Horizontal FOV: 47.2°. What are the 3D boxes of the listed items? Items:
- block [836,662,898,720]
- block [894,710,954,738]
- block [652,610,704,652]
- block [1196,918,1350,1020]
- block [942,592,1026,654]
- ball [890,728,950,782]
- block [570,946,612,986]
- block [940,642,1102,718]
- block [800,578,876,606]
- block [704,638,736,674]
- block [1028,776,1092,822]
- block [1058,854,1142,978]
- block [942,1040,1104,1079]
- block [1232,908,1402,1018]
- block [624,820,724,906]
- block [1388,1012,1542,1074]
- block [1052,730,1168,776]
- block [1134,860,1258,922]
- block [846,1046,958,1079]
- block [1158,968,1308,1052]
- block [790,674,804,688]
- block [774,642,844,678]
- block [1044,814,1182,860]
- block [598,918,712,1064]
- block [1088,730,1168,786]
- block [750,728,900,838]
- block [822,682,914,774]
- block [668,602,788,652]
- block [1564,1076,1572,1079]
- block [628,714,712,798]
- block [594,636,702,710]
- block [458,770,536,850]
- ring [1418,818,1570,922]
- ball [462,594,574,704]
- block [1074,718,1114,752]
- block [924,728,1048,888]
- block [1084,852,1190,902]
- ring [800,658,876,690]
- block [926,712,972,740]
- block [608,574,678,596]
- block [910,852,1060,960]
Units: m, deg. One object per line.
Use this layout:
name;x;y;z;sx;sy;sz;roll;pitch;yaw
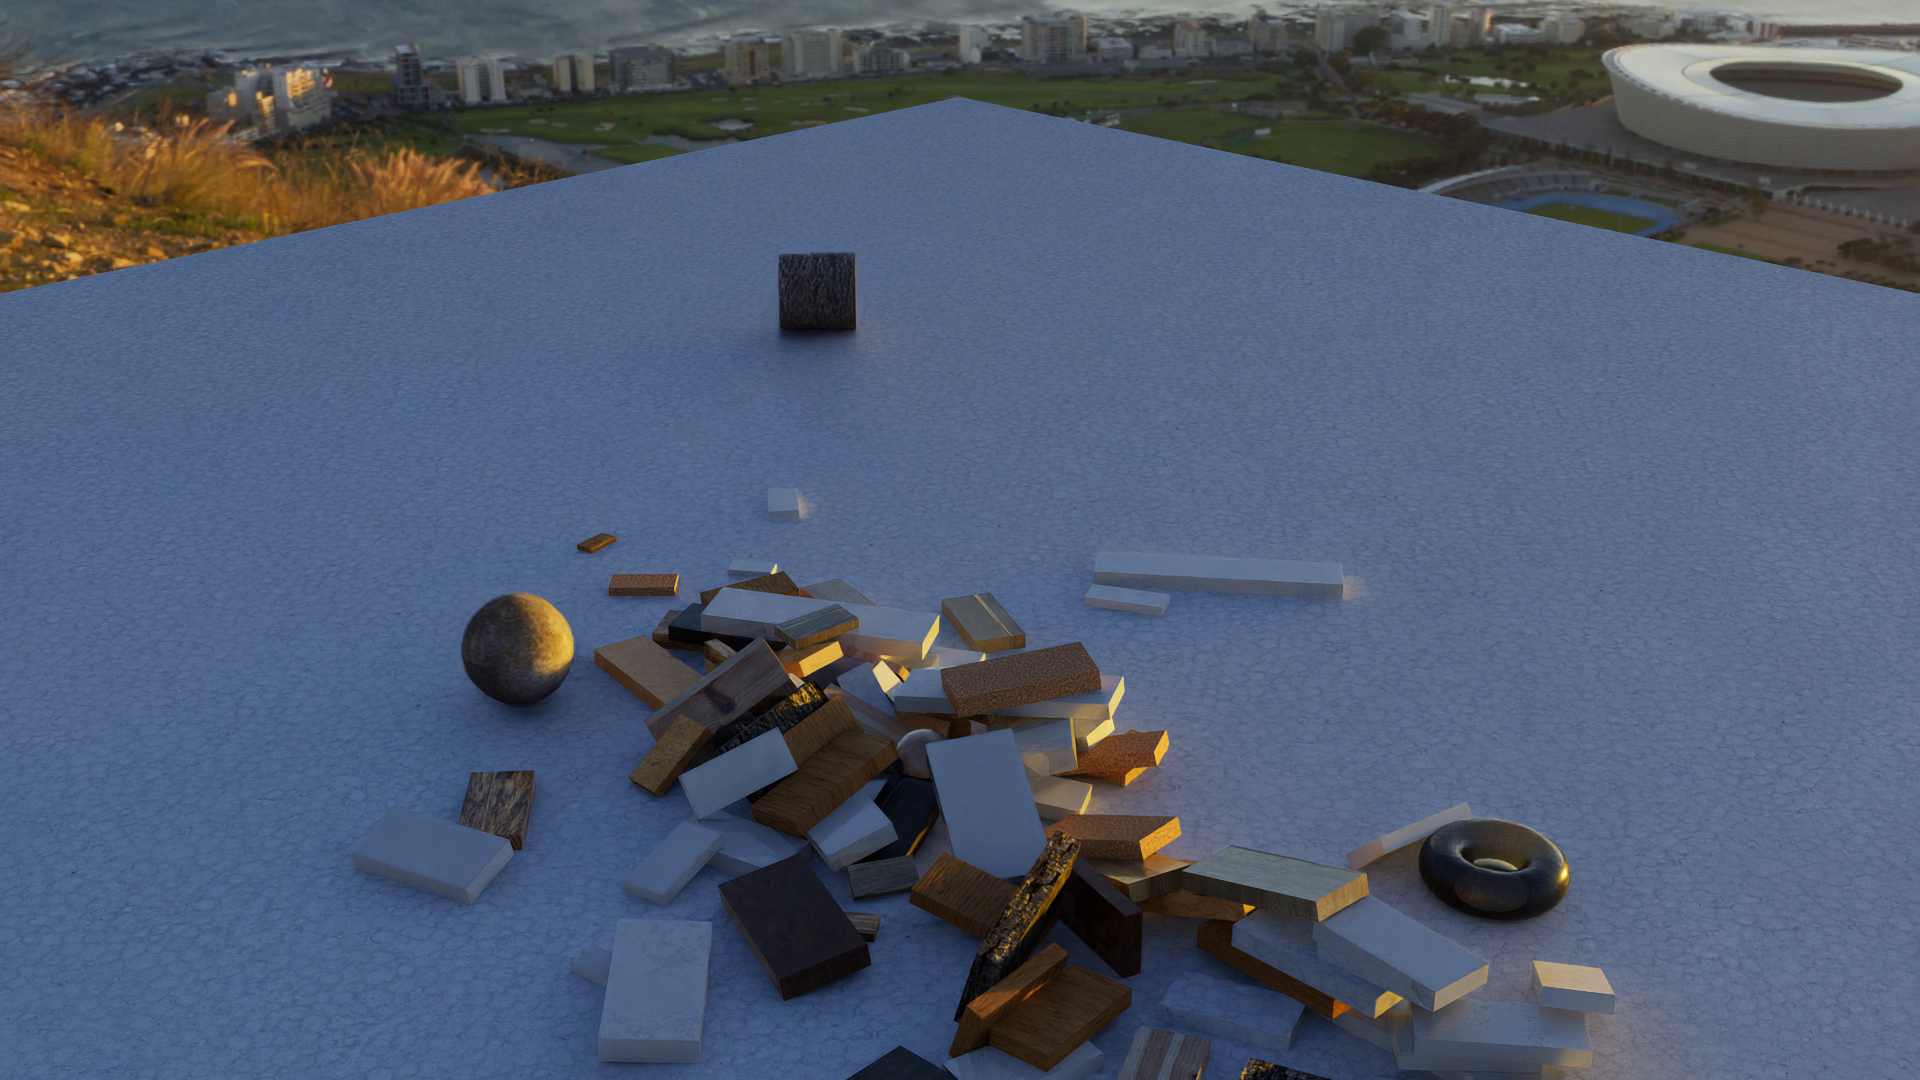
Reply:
block;-0.197;0.347;4.727;0.077;0.155;0.022;-27;-15;-7
block;-0.085;0.408;4.710;0.139;0.070;0.020;14;-8;29
block;-0.579;0.220;5.195;0.265;0.037;0.132;4;23;10
block;0.586;0.734;3.890;0.152;0.043;0.304;-20;30;-39
block;0.055;0.198;5.249;0.125;0.035;0.249;-8;24;-17
ball;-0.072;0.458;4.499;0.143;0.143;0.143;0;23;0
block;-0.624;0.769;3.926;0.131;0.018;0.065;15;27;32
block;0.126;0.291;4.604;0.307;0.043;0.153;-11;23;-9
block;-0.290;0.156;5.354;0.109;0.031;0.218;-14;27;-29
block;-0.493;0.313;4.878;0.032;0.113;0.227;-16;28;-33
block;0.144;0.515;4.478;0.229;0.032;0.114;11;25;12
block;0.244;0.674;4.006;0.037;0.130;0.260;-12;26;-26
block;0.104;0.875;3.654;0.242;0.034;0.121;-14;27;-29
block;0.640;0.717;3.818;0.152;0.043;0.304;-21;31;-40
block;-0.547;0.618;4.216;0.095;0.027;0.190;13;39;29
block;0.841;0.836;3.663;0.233;0.033;0.117;1;22;2
block;0.310;0.444;4.577;0.229;0.032;0.114;-8;15;21
block;0.457;0.644;4.056;0.152;0.043;0.304;-21;11;-41
block;-0.141;0.916;3.553;0.131;0.037;0.262;20;30;39
block;0.472;0.812;3.804;0.233;0.033;0.117;10;25;22
block;-0.304;0.388;4.668;0.248;0.035;0.124;34;36;18
block;-0.389;0.277;4.899;0.248;0.035;0.124;-11;11;45
block;0.283;0.573;4.254;0.260;0.037;0.130;-5;12;41
block;-0.526;0.781;3.826;0.169;0.048;0.338;2;26;-4
block;0.355;0.458;4.647;0.091;0.026;0.182;15;27;31
block;-0.269;0.482;4.382;0.140;0.040;0.280;9;37;47
block;-0.199;0.403;4.641;0.248;0.035;0.124;28;35;10
block;-0.529;0.210;5.116;0.265;0.037;0.132;9;25;17
block;1.019;0.951;3.427;0.134;0.038;0.267;-20;38;-39
block;-0.601;0.447;4.559;0.086;0.024;0.172;21;65;40
block;-0.638;0.337;4.920;0.132;0.037;0.524;-16;28;-33
block;-0.934;0.545;4.430;0.129;0.036;0.257;-2;23;-4
ring;1.013;0.623;4.173;0.283;0.094;0.283;0;24;0
ball;-0.979;0.242;4.876;0.245;0.245;0.245;0;23;0
block;0.200;0.411;4.673;0.229;0.032;0.114;-4;17;34
block;0.055;0.529;4.266;0.177;0.050;0.354;-10;46;-8
block;0.316;0.623;4.131;0.130;0.037;0.260;-14;7;-22
ring;-0.276;0.340;4.848;0.264;0.088;0.264;-1;24;0
block;-0.026;0.399;4.731;0.020;0.070;0.139;-16;28;-33
block;-0.786;0.112;5.468;0.162;0.023;0.081;0;23;-1
block;0.045;0.672;4.048;0.247;0.035;0.123;23;37;19
